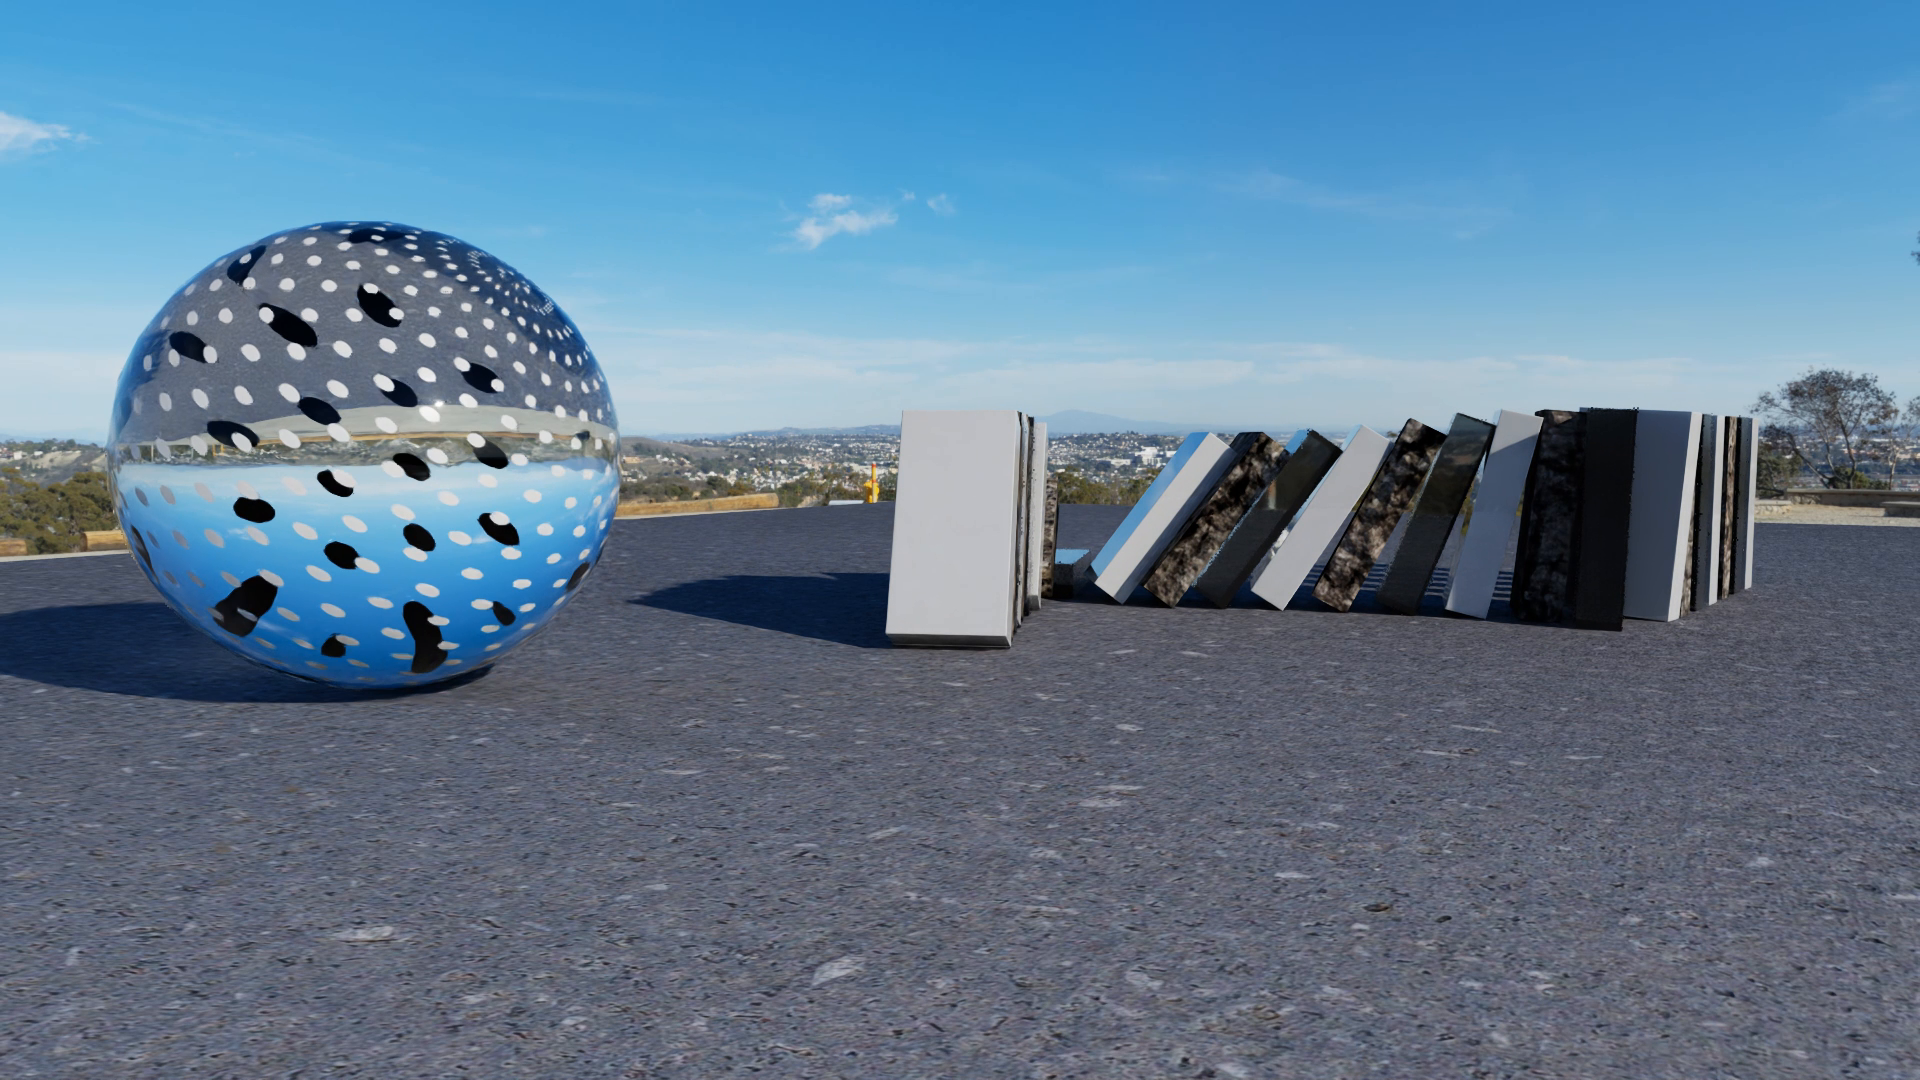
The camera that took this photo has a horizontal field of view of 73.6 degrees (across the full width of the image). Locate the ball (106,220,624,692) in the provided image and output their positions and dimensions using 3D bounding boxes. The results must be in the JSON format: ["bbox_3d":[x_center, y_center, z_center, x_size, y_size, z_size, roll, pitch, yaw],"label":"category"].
[{"bbox_3d":[-0.100,-0.014,0.222,0.080,0.080,0.080,0,4,0],"label":"ball"}]

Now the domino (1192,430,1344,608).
[{"bbox_3d":[0.080,-0.006,0.340,0.009,0.050,0.025,36,7,3],"label":"domino"}]

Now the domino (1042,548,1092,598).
[{"bbox_3d":[0.024,0.009,0.380,0.025,0.009,0.050,1,4,12],"label":"domino"}]

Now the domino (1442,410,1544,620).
[{"bbox_3d":[0.133,-0.007,0.321,0.009,0.050,0.025,15,9,17],"label":"domino"}]

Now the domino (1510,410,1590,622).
[{"bbox_3d":[0.144,-0.006,0.315,0.010,0.050,0.025,7,6,18],"label":"domino"}]

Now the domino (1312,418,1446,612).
[{"bbox_3d":[0.108,-0.007,0.330,0.009,0.050,0.025,29,12,13],"label":"domino"}]

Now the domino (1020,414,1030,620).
[{"bbox_3d":[0.004,-0.006,0.315,0.025,0.050,0.009,1,-18,8],"label":"domino"}]

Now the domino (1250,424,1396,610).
[{"bbox_3d":[0.094,-0.006,0.335,0.010,0.050,0.025,33,10,8],"label":"domino"}]

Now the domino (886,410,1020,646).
[{"bbox_3d":[-0.001,-0.003,0.274,0.025,0.050,0.010,1,-18,8],"label":"domino"}]

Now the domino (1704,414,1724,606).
[{"bbox_3d":[0.191,-0.009,0.348,0.025,0.050,0.009,4,6,41],"label":"domino"}]

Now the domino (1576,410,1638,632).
[{"bbox_3d":[0.152,-0.005,0.302,0.009,0.050,0.025,4,6,25],"label":"domino"}]

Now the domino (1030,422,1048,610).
[{"bbox_3d":[0.009,-0.007,0.338,0.025,0.050,0.009,1,-25,8],"label":"domino"}]

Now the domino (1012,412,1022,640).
[{"bbox_3d":[0.000,-0.004,0.284,0.025,0.050,0.010,1,-18,8],"label":"domino"}]

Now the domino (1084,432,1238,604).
[{"bbox_3d":[0.054,-0.007,0.350,0.009,0.050,0.025,37,3,-4],"label":"domino"}]

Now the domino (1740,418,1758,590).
[{"bbox_3d":[0.223,-0.011,0.385,0.025,0.050,0.009,4,6,41],"label":"domino"}]

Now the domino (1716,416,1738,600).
[{"bbox_3d":[0.202,-0.009,0.360,0.025,0.050,0.010,4,6,41],"label":"domino"}]

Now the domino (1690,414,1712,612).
[{"bbox_3d":[0.180,-0.008,0.336,0.025,0.050,0.009,4,6,41],"label":"domino"}]

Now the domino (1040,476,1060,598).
[{"bbox_3d":[0.014,-0.002,0.360,0.025,0.010,0.050,-1,31,8],"label":"domino"}]

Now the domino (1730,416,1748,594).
[{"bbox_3d":[0.213,-0.010,0.373,0.025,0.050,0.009,4,6,41],"label":"domino"}]

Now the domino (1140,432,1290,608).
[{"bbox_3d":[0.066,-0.006,0.343,0.009,0.050,0.025,37,3,-4],"label":"domino"}]

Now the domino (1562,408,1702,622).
[{"bbox_3d":[0.164,-0.007,0.315,0.025,0.050,0.009,9,8,43],"label":"domino"}]

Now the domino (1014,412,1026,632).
[{"bbox_3d":[0.001,-0.004,0.295,0.025,0.050,0.010,1,-18,8],"label":"domino"}]

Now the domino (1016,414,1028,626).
[{"bbox_3d":[0.003,-0.005,0.305,0.025,0.050,0.009,1,-18,8],"label":"domino"}]

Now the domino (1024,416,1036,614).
[{"bbox_3d":[0.006,-0.007,0.326,0.025,0.050,0.010,1,-20,8],"label":"domino"}]

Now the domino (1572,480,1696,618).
[{"bbox_3d":[0.170,-0.007,0.324,0.025,0.050,0.009,4,5,41],"label":"domino"}]

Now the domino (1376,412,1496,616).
[{"bbox_3d":[0.120,-0.007,0.326,0.009,0.050,0.025,23,11,16],"label":"domino"}]
